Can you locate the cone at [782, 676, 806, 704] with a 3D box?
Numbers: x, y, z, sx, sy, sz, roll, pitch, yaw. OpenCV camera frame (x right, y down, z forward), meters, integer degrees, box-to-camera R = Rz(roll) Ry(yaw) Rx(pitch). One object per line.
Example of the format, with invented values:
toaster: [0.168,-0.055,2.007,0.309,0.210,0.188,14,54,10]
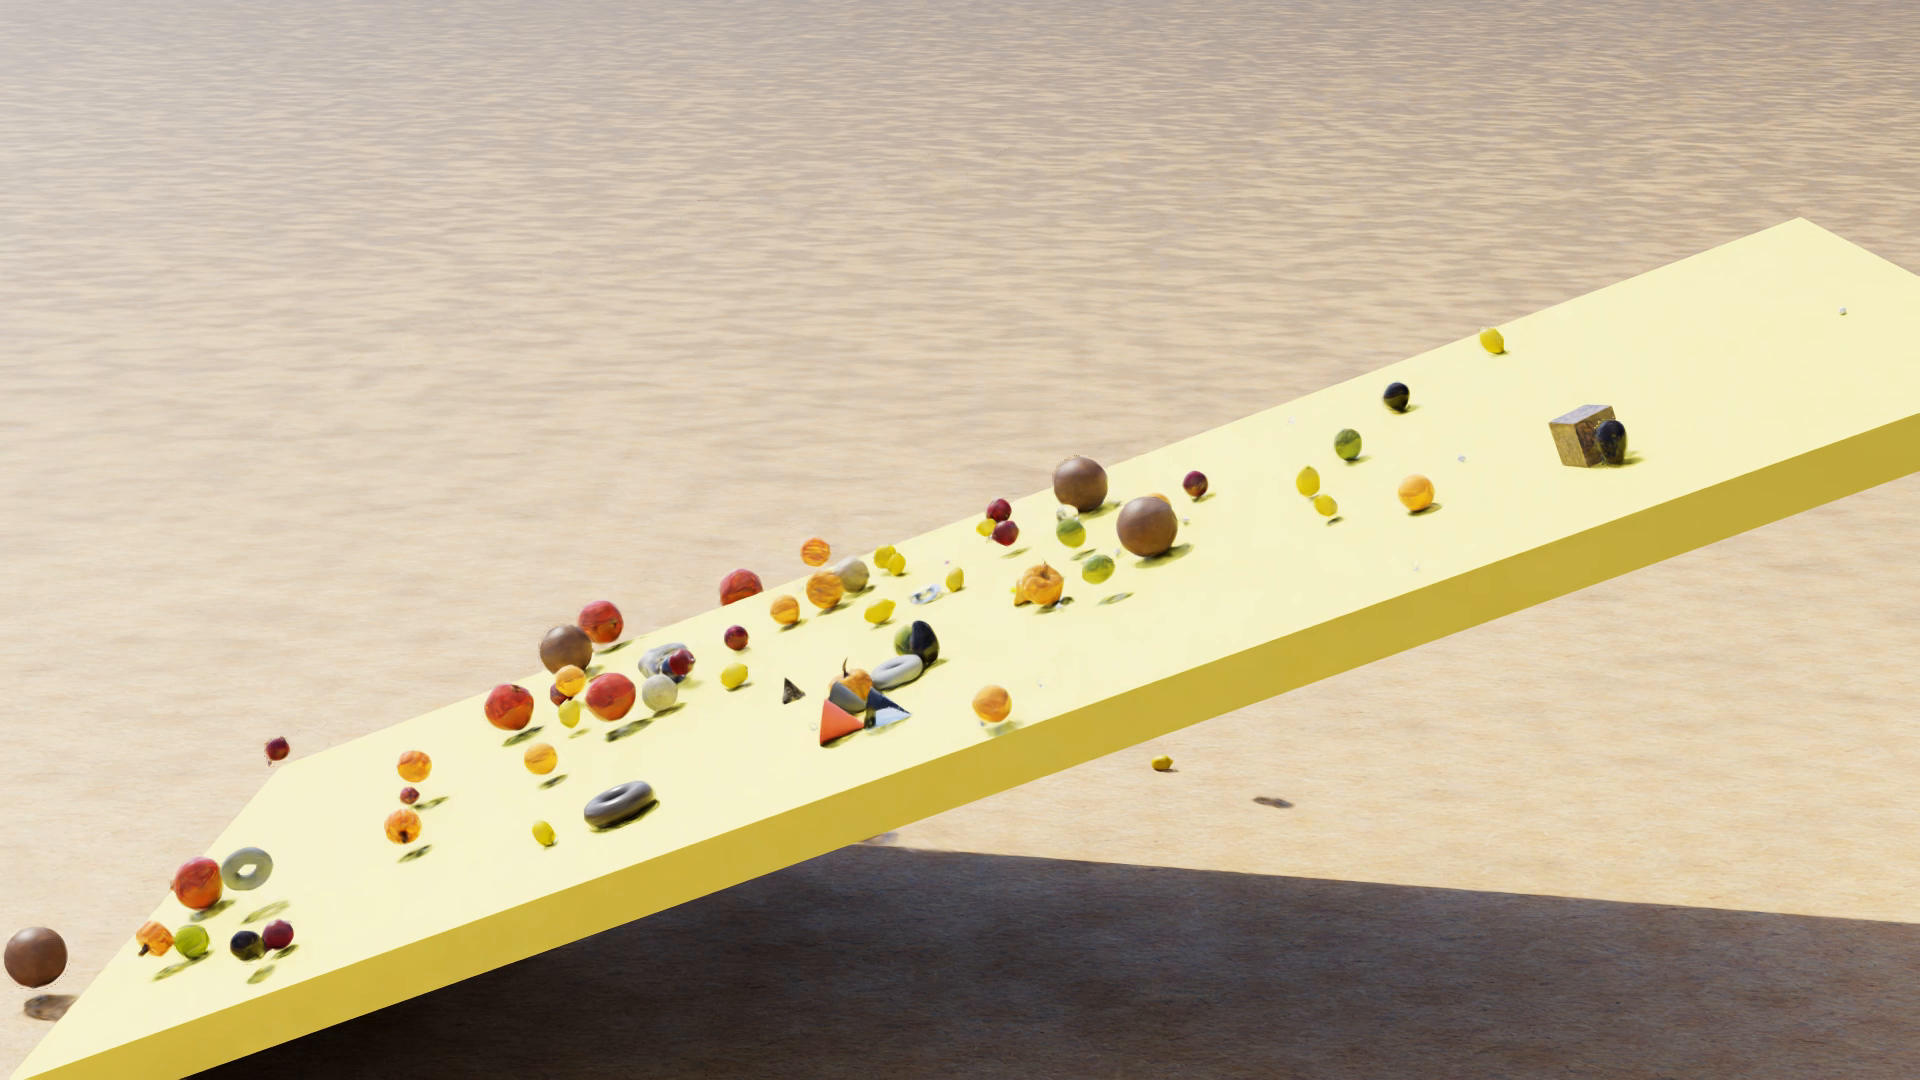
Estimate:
cone: [-0.357,0.308,6.149,0.053,0.053,0.053,-20,12,4]

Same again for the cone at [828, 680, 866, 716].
cone: [-0.211,0.327,5.843,0.083,0.083,0.083,10,15,13]

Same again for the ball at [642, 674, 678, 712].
ball: [-0.663,0.337,6.488,0.081,0.081,0.081,0,13,0]

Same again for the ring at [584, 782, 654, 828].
ring: [-0.667,0.517,5.755,0.148,0.049,0.148,-21,10,4]

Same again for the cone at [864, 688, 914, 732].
cone: [-0.133,0.332,5.674,0.088,0.088,0.088,8,14,6]

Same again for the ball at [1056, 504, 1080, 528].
ball: [0.246,-0.055,6.738,0.053,0.053,0.053,0,13,0]

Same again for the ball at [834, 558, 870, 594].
ball: [-0.255,0.083,6.920,0.084,0.084,0.084,0,13,0]

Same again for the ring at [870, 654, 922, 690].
ring: [-0.129,0.268,5.967,0.115,0.038,0.115,-20,13,5]

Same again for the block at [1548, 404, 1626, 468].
block: [1.198,-0.199,5.617,0.091,0.091,0.091,-25,12,-17]

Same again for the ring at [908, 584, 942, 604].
ring: [-0.078,0.121,6.578,0.078,0.026,0.078,-24,10,5]

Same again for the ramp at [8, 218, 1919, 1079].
ramp: [0.118,0.176,6.295,4.000,0.100,2.000,-20,12,7]

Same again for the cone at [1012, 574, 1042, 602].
cone: [0.150,0.112,6.210,0.063,0.063,0.063,21,10,-11]

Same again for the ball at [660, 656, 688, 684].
ball: [-0.652,0.297,6.696,0.065,0.065,0.065,0,13,0]

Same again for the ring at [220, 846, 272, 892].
ring: [-1.481,0.684,6.108,0.109,0.109,0.036,-6,36,-25]

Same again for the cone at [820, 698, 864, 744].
cone: [-0.223,0.357,5.716,0.091,0.091,0.091,6,13,-1]

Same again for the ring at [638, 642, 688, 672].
ring: [-0.698,0.279,6.918,0.126,0.042,0.126,-22,11,5]

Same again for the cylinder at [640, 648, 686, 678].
cylinder: [-0.682,0.287,6.762,0.077,0.077,0.077,-8,2,-31]
